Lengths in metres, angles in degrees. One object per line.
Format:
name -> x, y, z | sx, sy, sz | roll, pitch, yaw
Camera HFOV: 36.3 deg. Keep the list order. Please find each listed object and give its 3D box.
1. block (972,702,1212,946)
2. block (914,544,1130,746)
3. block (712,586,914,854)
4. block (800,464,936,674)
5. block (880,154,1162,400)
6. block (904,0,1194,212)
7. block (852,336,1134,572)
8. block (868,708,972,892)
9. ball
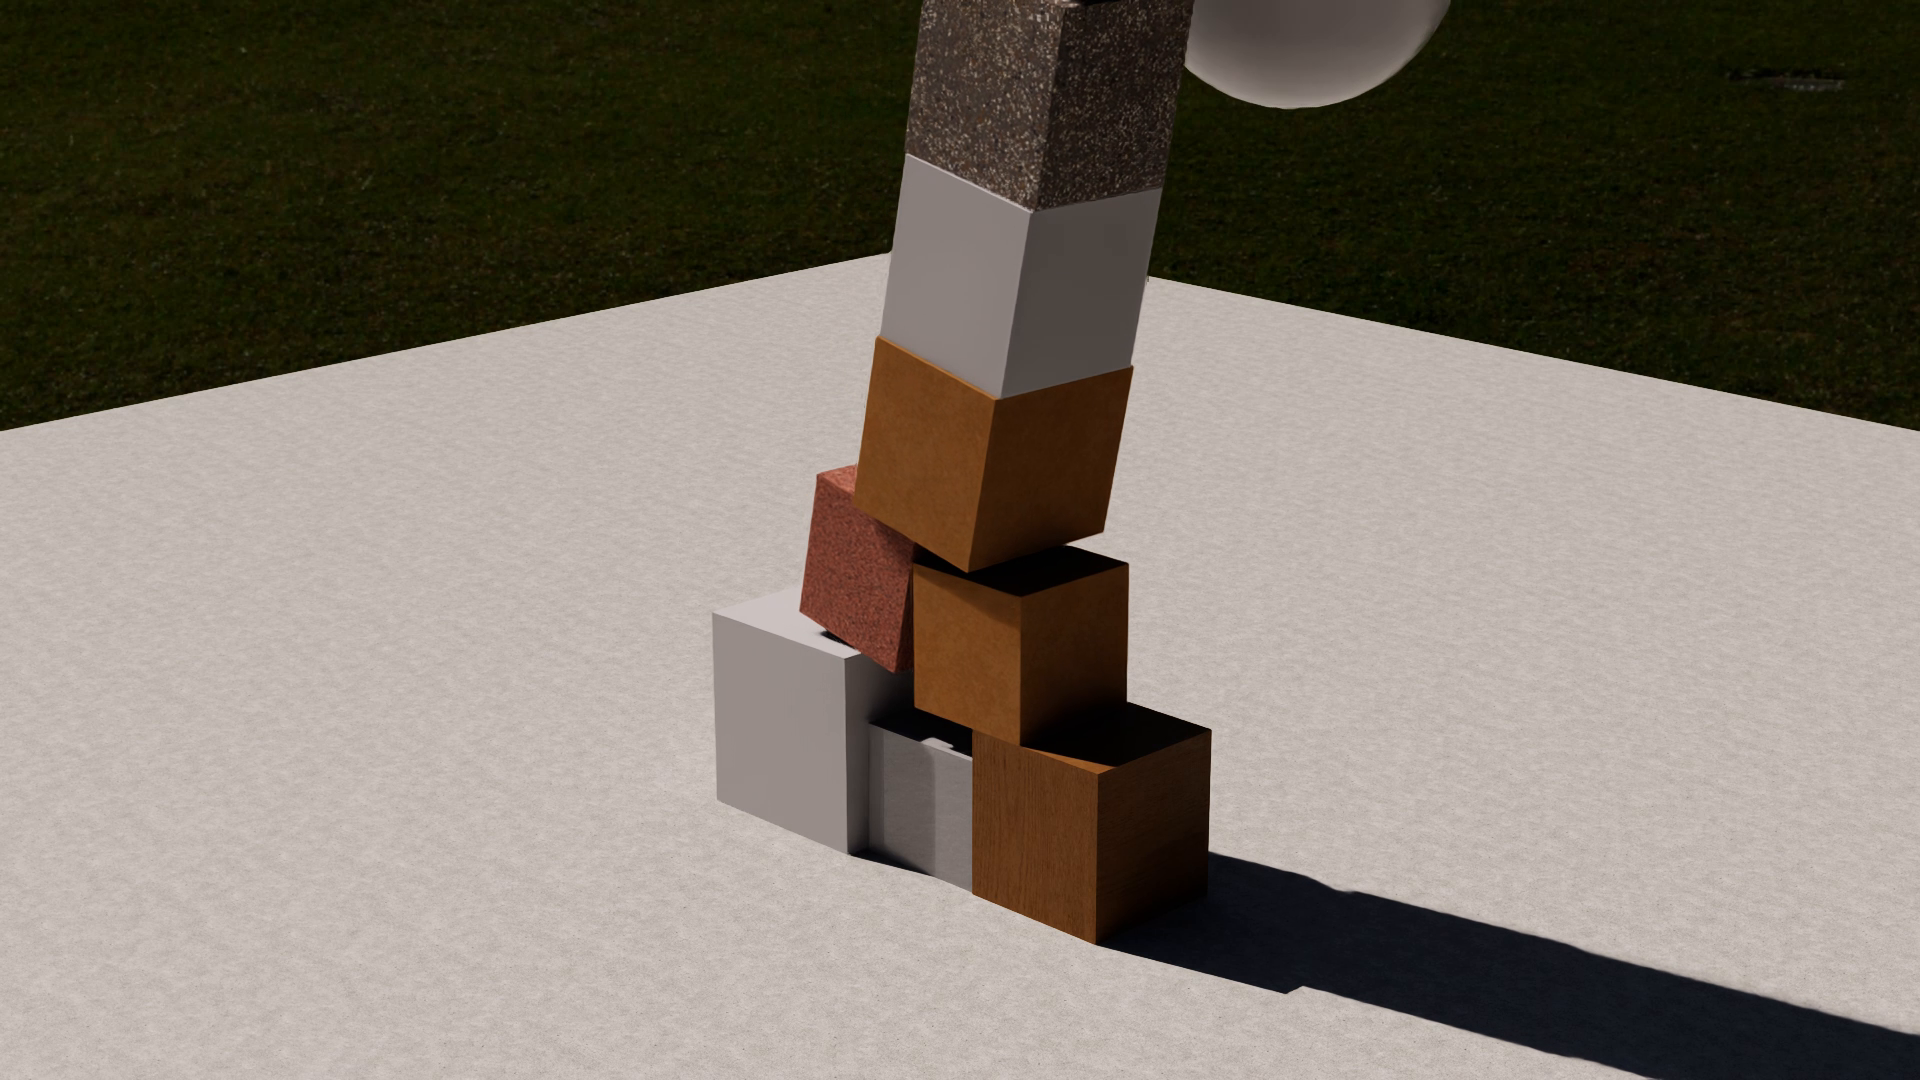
block -> 0.586, 1.221, 13.128 | 0.748, 0.799, 0.755 | -17, 24, -42
block -> 0.274, 0.430, 13.165 | 0.686, 0.687, 0.676 | -16, 24, -41
block -> -0.536, 0.810, 14.146 | 0.932, 0.972, 0.904 | 17, 24, 42
block -> -0.205, 0.078, 13.616 | 0.743, 0.716, 0.679 | -15, 34, -41
block -> 0.259, -1.204, 12.709 | 0.814, 0.837, 0.759 | -16, 35, -42
block -> 0.371, -1.973, 12.353 | 0.792, 0.855, 0.796 | -17, 35, -42
block -> 0.142, -0.463, 13.063 | 0.866, 0.820, 0.754 | -16, 35, -42
block -> 0.077, 1.142, 13.649 | 0.739, 0.636, 0.683 | -17, 24, -42
ball -> 1.623, -2.885, 14.136 | 1.600, 1.600, 1.600 | 0, 17, 0
